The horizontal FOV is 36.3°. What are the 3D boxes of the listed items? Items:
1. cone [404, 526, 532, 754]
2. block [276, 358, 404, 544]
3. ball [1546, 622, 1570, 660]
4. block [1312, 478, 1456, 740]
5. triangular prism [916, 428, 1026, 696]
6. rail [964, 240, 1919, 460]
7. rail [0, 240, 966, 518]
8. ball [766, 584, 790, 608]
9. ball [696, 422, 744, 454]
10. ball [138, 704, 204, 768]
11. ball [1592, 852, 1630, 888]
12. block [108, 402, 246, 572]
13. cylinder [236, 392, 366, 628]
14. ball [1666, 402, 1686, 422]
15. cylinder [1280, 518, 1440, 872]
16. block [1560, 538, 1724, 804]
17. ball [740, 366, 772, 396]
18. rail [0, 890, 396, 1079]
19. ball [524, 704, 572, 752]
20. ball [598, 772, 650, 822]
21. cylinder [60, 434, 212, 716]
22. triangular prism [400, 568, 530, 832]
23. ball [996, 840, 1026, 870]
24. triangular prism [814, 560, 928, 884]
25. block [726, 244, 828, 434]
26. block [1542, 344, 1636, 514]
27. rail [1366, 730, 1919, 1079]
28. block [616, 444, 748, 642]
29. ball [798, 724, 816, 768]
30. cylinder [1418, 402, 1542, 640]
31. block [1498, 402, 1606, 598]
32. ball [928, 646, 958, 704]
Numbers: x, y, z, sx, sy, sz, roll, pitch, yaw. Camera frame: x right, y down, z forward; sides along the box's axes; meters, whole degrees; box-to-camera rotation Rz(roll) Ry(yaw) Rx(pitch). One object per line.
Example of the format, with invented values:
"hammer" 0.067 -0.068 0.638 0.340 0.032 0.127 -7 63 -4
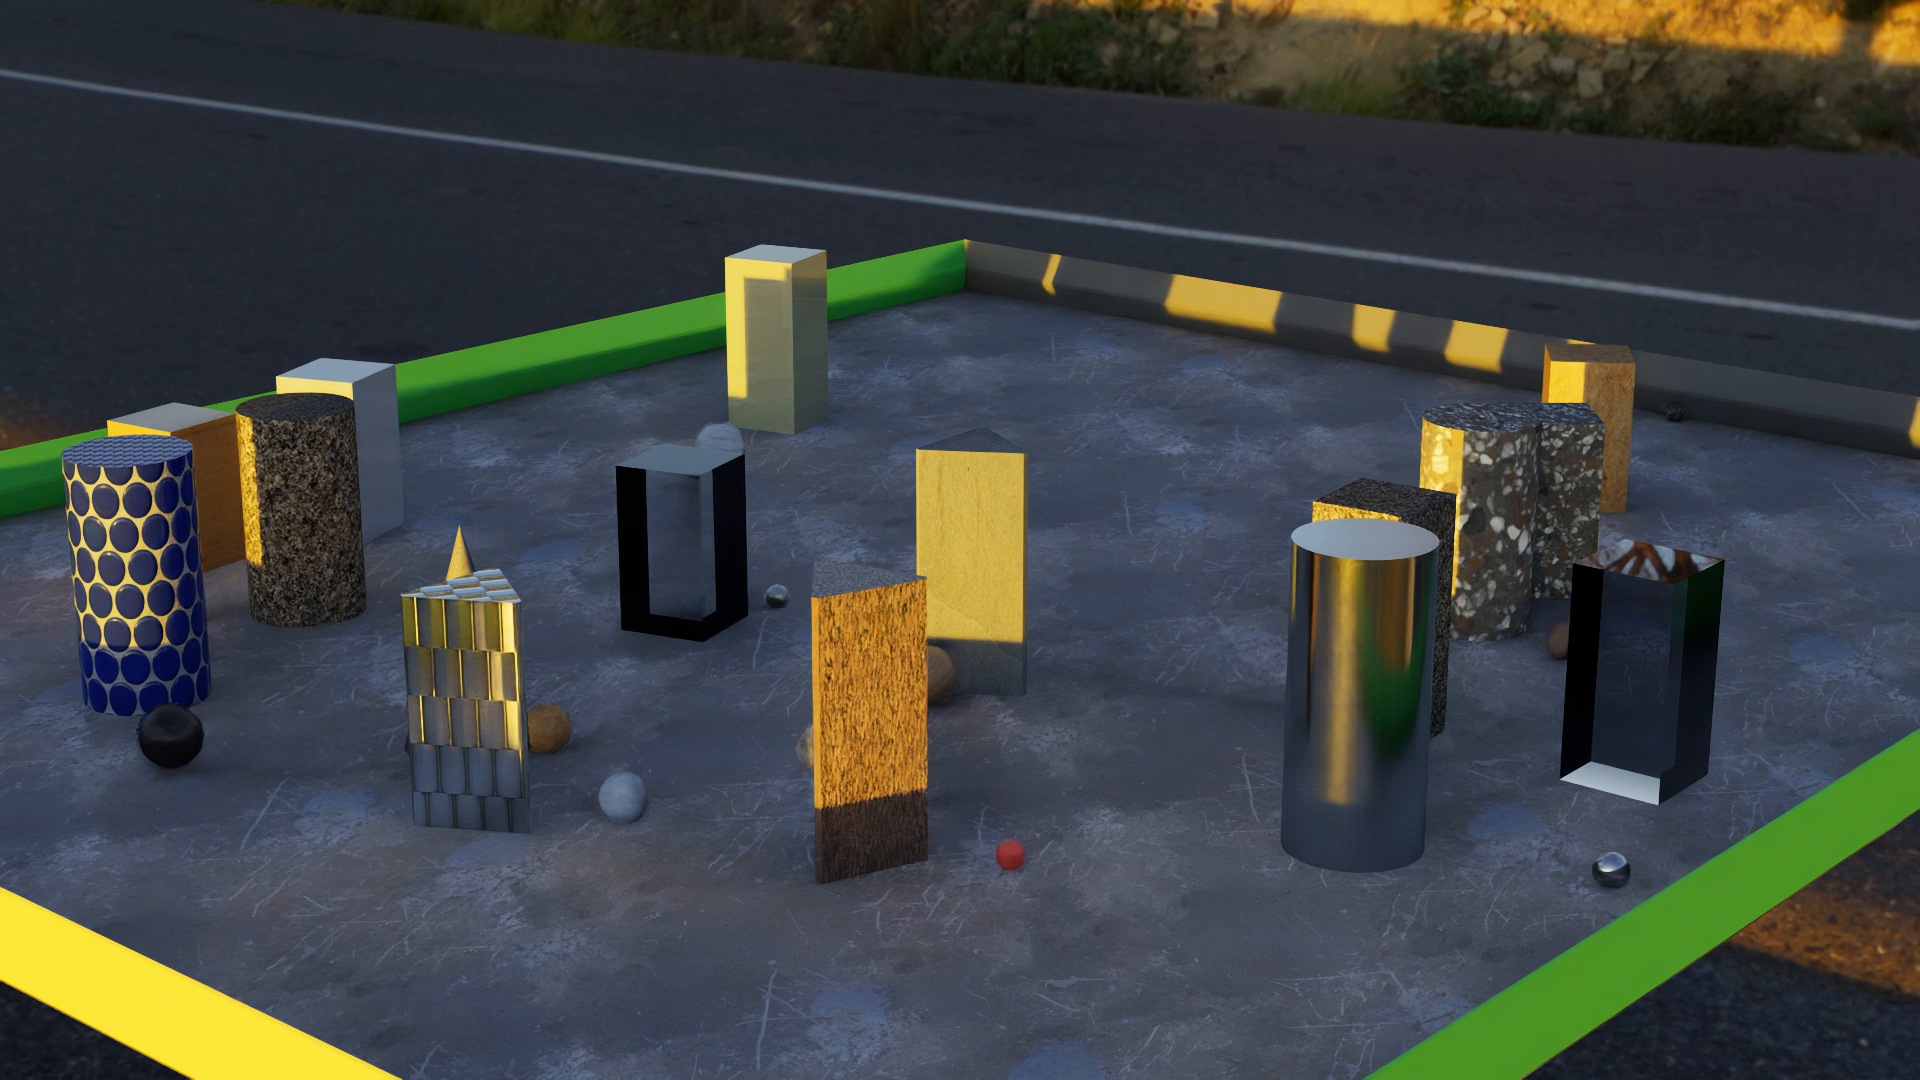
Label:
"cone" -0.740 0.142 4.384 0.197 0.344 0.197 0 17 0
"block" -1.154 -0.166 5.469 0.158 0.308 0.158 6 18 18
"ball" 0.991 0.165 4.797 0.062 0.062 0.062 0 17 0
"block" 0.632 0.117 4.414 0.158 0.376 0.158 11 20 33
"triangular prism" 0.028 0.032 4.658 0.171 0.397 0.148 2 17 7
"rail" 1.272 -0.391 6.523 3.382 0.128 0.045 14 22 39
"rail" -1.259 -0.283 6.166 0.045 0.128 3.929 14 22 39
"ball" -0.315 0.097 5.059 0.041 0.041 0.041 0 17 0
"ball" -0.483 -0.187 5.901 0.098 0.098 0.098 0 17 0
"ball" -1.165 0.290 4.329 0.093 0.093 0.093 0 17 0
"ball" 0.868 0.440 3.907 0.050 0.050 0.050 0 17 0
"block" -1.409 -0.090 5.280 0.158 0.271 0.158 10 20 31
"cylinder" -1.123 -0.053 5.003 0.197 0.361 0.197 0 17 0
"ball" 1.537 -0.275 6.290 0.042 0.042 0.042 0 17 0
"cylinder" 0.543 0.210 3.991 0.197 0.442 0.197 0 17 0
"block" 0.988 0.189 4.252 0.158 0.331 0.158 13 21 38
"ball" -0.451 -0.352 6.499 0.070 0.070 0.070 0 17 0
"rail" -1.272 0.455 3.717 3.382 0.128 0.045 14 22 39
"ball" -0.617 0.281 4.392 0.074 0.074 0.074 0 17 0
"ball" -0.473 0.362 4.128 0.071 0.071 0.071 0 17 0
"cylinder" -1.285 0.053 4.582 0.197 0.400 0.197 0 17 0
"triangular prism" -0.671 0.222 4.130 0.171 0.338 0.148 3 17 10
"ball" 0.069 0.425 3.969 0.041 0.041 0.041 0 17 0
"triangular prism" -0.154 0.237 3.969 0.171 0.402 0.148 -10 19 -30
"block" -0.388 -0.428 6.238 0.158 0.366 0.158 8 18 24
"block" 1.208 -0.217 5.664 0.158 0.294 0.158 2 17 7
"rail" 1.259 0.348 4.073 0.045 0.128 3.929 14 22 39
"block" -0.467 0.003 4.944 0.158 0.288 0.158 8 18 24
"ball" -0.205 0.305 4.325 0.067 0.067 0.067 0 17 0
"cylinder" 0.870 -0.032 4.935 0.197 0.360 0.197 0 17 0
"block" 1.028 -0.071 5.146 0.158 0.312 0.158 0 17 1
"ball" -0.051 0.211 4.590 0.093 0.093 0.093 0 17 0
